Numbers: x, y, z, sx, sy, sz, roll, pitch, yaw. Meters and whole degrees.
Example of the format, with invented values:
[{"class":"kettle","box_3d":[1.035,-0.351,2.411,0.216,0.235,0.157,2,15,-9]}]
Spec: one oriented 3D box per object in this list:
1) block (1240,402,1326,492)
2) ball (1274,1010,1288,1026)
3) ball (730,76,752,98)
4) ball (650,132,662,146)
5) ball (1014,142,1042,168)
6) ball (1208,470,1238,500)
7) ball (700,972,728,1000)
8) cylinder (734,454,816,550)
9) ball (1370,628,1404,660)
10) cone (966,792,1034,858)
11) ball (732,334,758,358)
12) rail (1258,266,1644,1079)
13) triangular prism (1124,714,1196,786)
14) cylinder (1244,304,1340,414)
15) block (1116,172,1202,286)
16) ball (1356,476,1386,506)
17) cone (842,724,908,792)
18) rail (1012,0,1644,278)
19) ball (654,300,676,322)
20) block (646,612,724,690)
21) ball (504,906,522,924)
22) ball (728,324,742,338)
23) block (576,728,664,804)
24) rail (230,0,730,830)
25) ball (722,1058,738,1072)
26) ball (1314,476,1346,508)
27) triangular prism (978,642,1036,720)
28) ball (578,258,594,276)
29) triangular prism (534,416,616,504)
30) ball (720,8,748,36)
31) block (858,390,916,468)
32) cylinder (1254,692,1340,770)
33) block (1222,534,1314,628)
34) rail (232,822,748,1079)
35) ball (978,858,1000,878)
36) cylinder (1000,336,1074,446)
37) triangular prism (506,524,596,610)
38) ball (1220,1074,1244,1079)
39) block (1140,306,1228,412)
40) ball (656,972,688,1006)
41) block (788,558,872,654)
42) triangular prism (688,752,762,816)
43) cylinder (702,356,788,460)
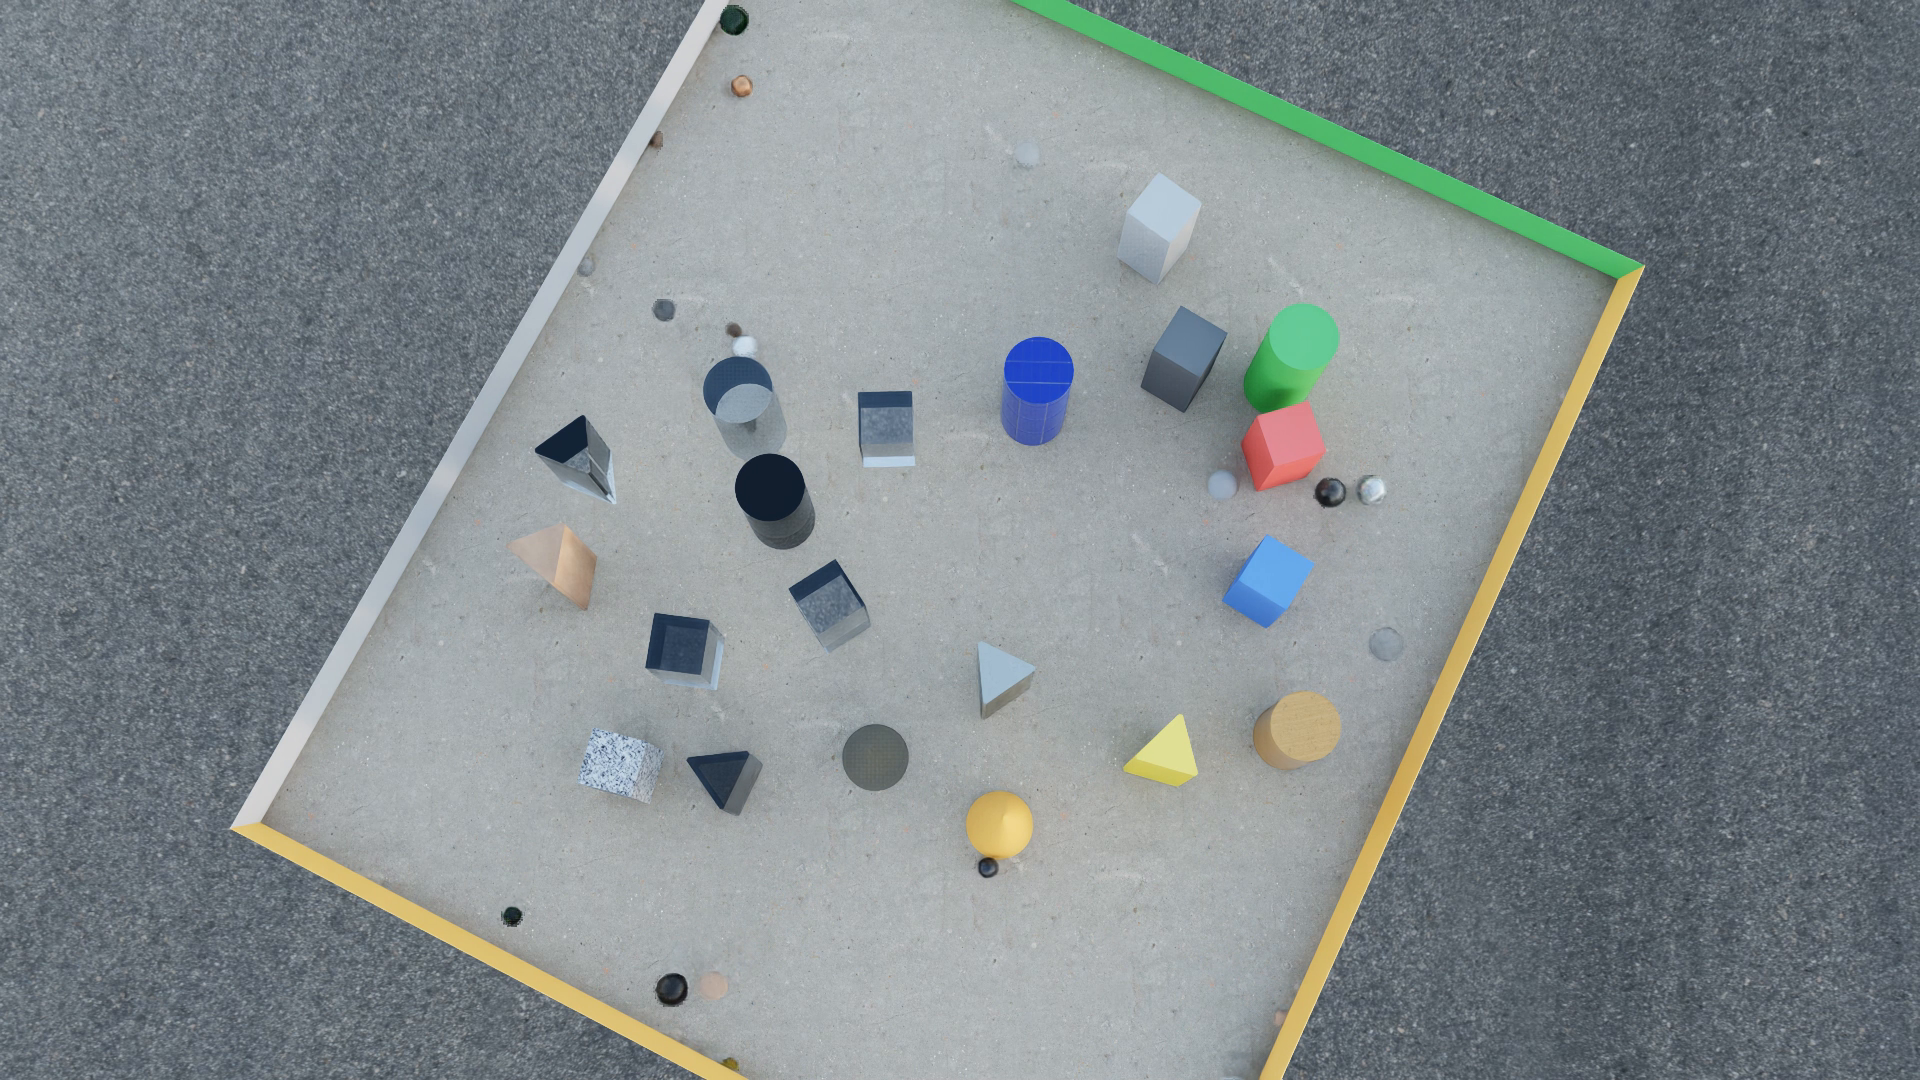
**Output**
[{"class":"block","box_3d":[0.968,-0.278,5.510,0.160,0.322,0.160,-17,79,-3]},{"class":"ball","box_3d":[0.934,1.383,5.306,0.048,0.048,0.048,0,78,0]},{"class":"ball","box_3d":[-0.702,-1.456,5.884,0.067,0.067,0.067,0,78,0]},{"class":"ball","box_3d":[-0.975,-1.280,5.859,0.044,0.044,0.044,0,78,0]},{"class":"ball","box_3d":[0.216,-1.225,5.827,0.085,0.085,0.085,0,78,0]},{"class":"ball","box_3d":[0.804,-0.170,5.606,0.090,0.090,0.090,0,78,0]},{"class":"ball","box_3d":[-0.714,1.291,5.308,0.081,0.081,0.081,0,78,0]},{"class":"cylinder","box_3d":[-0.543,-0.109,5.431,0.200,0.408,0.200,0,78,0]},{"class":"ball","box_3d":[1.279,0.312,5.501,0.100,0.100,0.100,0,78,0]},{"class":"cone","box_3d":[0.118,0.800,5.219,0.200,0.454,0.200,0,78,0]},{"class":"ball","box_3d":[-0.668,-0.599,5.701,0.078,0.078,0.078,0,78,0]},{"class":"rail","box_3d":[1.329,0.657,5.413,0.045,0.130,3.432,26,80,5]},{"class":"triangular prism","box_3d":[0.592,0.596,5.277,0.173,0.424,0.150,16,79,3]},{"class":"cylinder","box_3d":[0.984,-0.532,5.477,0.200,0.490,0.200,0,78,0]},{"class":"block","box_3d":[0.607,-0.949,5.623,0.160,0.373,0.160,37,81,7]},{"class":"ball","box_3d":[1.256,-0.149,5.601,0.091,0.091,0.091,0,78,0]},{"class":"cone","box_3d":[-0.253,0.620,5.334,0.200,0.303,0.200,0,78,0]},{"class":"rail","box_3d":[0.757,-1.475,5.855,3.018,0.130,0.045,26,80,5]},{"class":"ball","box_3d":[-0.923,-0.716,5.731,0.066,0.066,0.066,0,78,0]},{"class":"block","box_3d":[-0.802,0.330,5.371,0.160,0.347,0.160,7,78,2]},{"class":"ball","box_3d":[-1.309,1.100,5.363,0.051,0.051,0.051,0,78,0]},{"class":"ball","box_3d":[-0.705,-0.655,5.729,0.045,0.045,0.045,0,78,0]},{"class":"block","box_3d":[-0.980,0.658,5.318,0.160,0.319,0.160,14,79,3]},{"class":"rail","box_3d":[-1.329,-0.644,5.683,0.045,0.130,3.432,26,80,5]},{"class":"ball","box_3d":[-0.664,1.516,5.278,0.048,0.048,0.048,0,78,0]},{"class":"ball","box_3d":[1.132,-0.146,5.599,0.093,0.093,0.093,0,78,0]},{"class":"triangular prism","box_3d":[0.097,0.388,5.316,0.173,0.431,0.150,-34,80,-7]},{"class":"ball","box_3d":[-1.177,-0.861,5.766,0.056,0.056,0.056,0,78,0]},{"class":"triangular prism","box_3d":[-1.112,-0.251,5.462,0.173,0.405,0.150,22,79,4]},{"class":"ball","box_3d":[-0.730,-1.674,5.919,0.088,0.088,0.088,0,78,0]},{"class":"block","box_3d":[-0.220,-0.333,5.543,0.160,0.279,0.160,-1,78,0]},{"class":"cylinder","box_3d":[0.978,0.558,5.339,0.200,0.317,0.200,0,78,0]},{"class":"block","box_3d":[0.906,0.126,5.413,0.160,0.348,0.160,32,80,6]},{"class":"rail","box_3d":[-0.757,1.489,5.241,3.018,0.130,0.045,26,80,5]},{"class":"ball","box_3d":[0.084,0.963,5.386,0.061,0.061,0.061,0,78,0]},{"class":"cylinder","box_3d":[0.226,-0.437,5.466,0.200,0.472,0.200,0,78,0]},{"class":"triangular prism","box_3d":[-1.159,0.057,5.366,0.173,0.468,0.150,38,81,7]},{"class":"ball","box_3d":[0.780,1.580,5.239,0.100,0.100,0.100,0,78,0]},{"class":"block","box_3d":[0.672,-0.541,5.532,0.160,0.385,0.160,32,80,6]},{"class":"ball","box_3d":[-0.832,1.299,5.300,0.093,0.093,0.093,0,78,0]},{"class":"block","box_3d":[-0.378,0.200,5.382,0.160,0.378,0.160,-32,80,-6]},{"class":"triangular prism","box_3d":[-0.651,0.673,5.288,0.150,0.370,0.173,-35,80,-7]},{"class":"cylinder","box_3d":[-0.636,-0.385,5.467,0.200,0.450,0.200,0,78,0]}]
